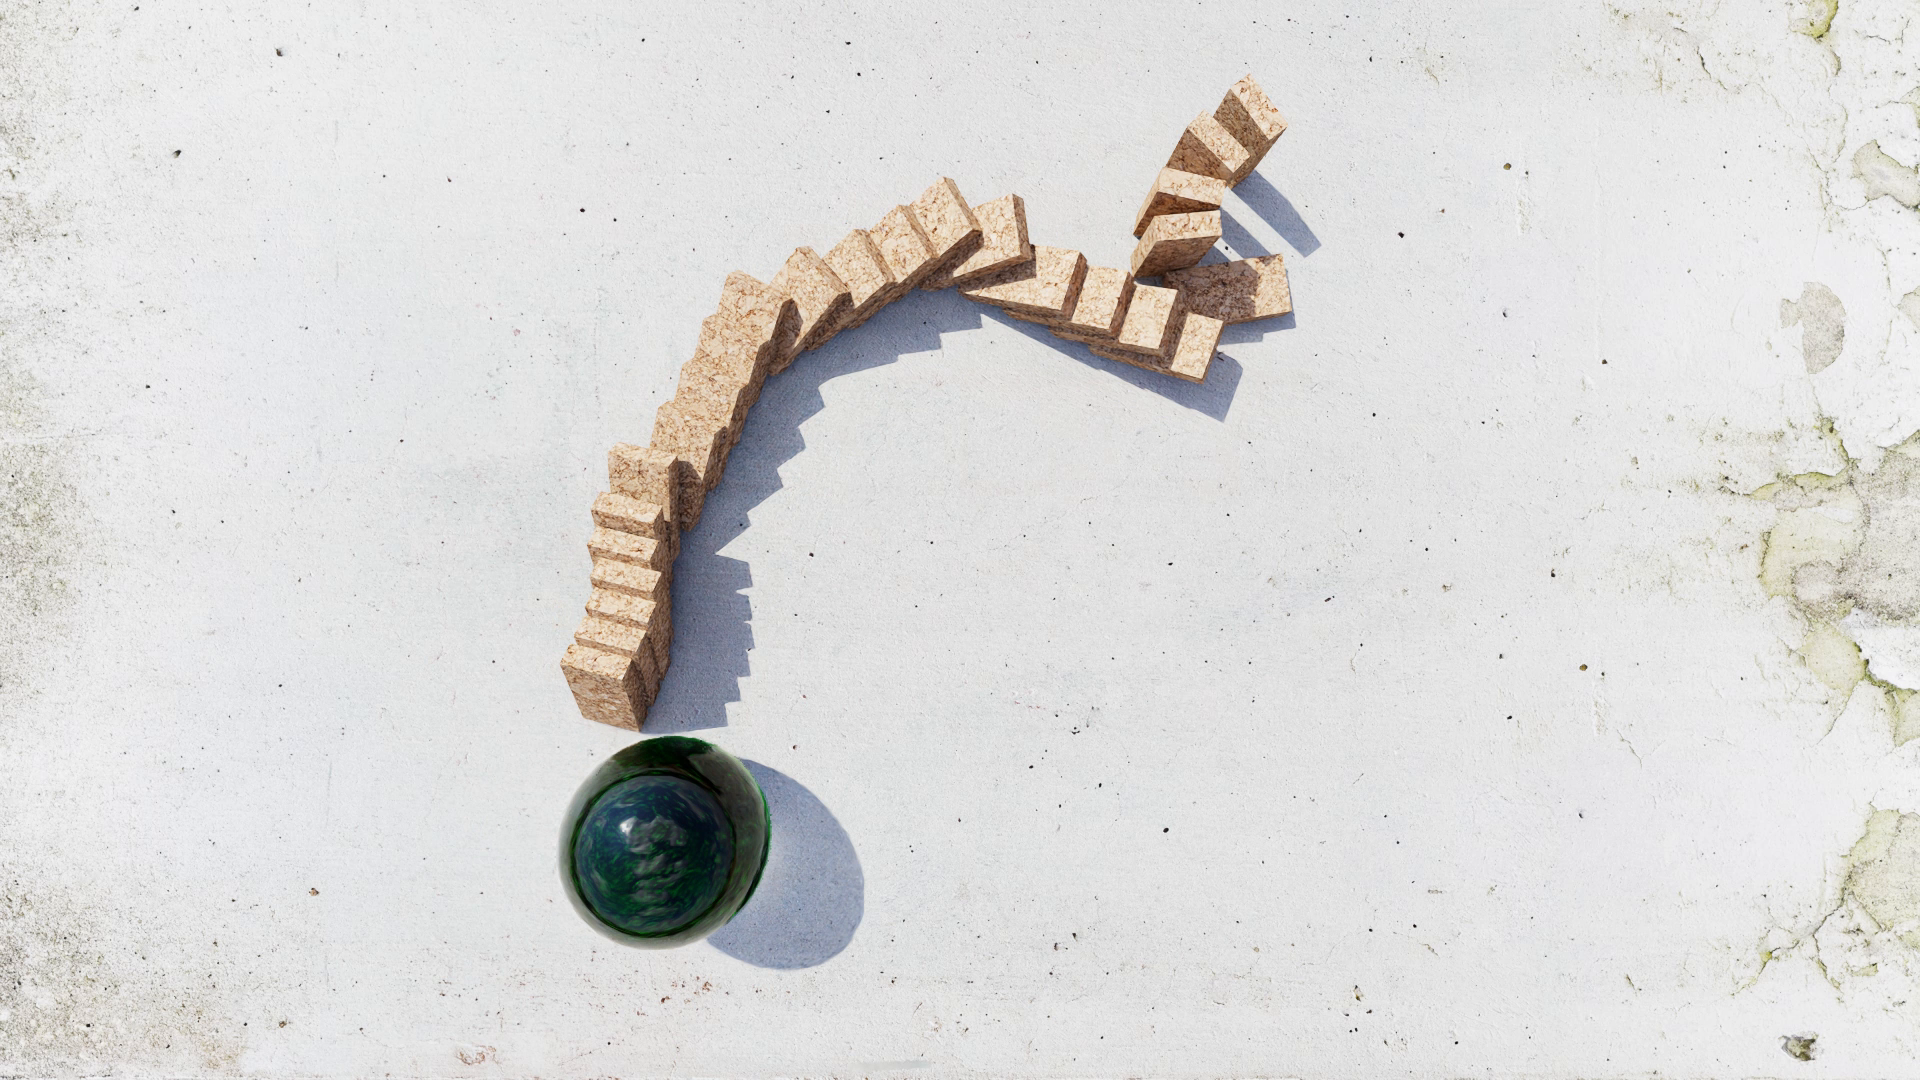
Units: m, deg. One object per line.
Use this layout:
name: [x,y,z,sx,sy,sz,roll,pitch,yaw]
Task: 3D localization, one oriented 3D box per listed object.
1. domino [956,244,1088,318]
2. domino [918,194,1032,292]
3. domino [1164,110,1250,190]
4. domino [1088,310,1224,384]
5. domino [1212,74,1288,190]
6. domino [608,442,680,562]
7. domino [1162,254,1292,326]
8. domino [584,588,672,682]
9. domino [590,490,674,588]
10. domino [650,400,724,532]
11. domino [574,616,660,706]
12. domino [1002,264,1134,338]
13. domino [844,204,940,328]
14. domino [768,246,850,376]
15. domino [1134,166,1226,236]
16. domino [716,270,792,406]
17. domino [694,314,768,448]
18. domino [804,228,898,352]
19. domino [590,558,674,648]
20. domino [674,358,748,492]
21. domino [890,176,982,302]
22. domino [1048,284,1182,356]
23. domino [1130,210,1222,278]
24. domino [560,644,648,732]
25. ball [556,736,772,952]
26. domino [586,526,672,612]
domino: [0.026,-0.110,0.384,0.050,0.010,0.025,18,90,28]
domino: [0.004,-0.123,0.382,0.050,0.010,0.025,-8,89,33]
domino: [0.099,-0.153,0.375,0.025,0.050,0.009,45,90,0]
domino: [0.083,-0.085,0.387,0.050,0.010,0.025,20,90,20]
domino: [0.114,-0.166,0.375,0.009,0.050,0.025,-37,90,0]
domino: [-0.131,-0.015,0.381,0.025,0.010,0.050,12,126,2]
domino: [0.115,-0.106,0.395,0.050,0.009,0.025,-9,90,0]
domino: [-0.136,0.040,0.377,0.025,0.050,0.010,14,53,0]
domino: [-0.134,0.003,0.378,0.025,0.050,0.009,14,51,0]
domino: [-0.118,-0.030,0.384,0.025,0.009,0.050,24,120,0]
domino: [-0.140,0.051,0.377,0.025,0.050,0.009,14,53,0]
domino: [0.045,-0.102,0.384,0.050,0.010,0.025,18,89,29]
domino: [-0.035,-0.113,0.383,0.050,0.009,0.025,-32,88,31]
domino: [-0.071,-0.095,0.383,0.025,0.009,0.050,49,121,0]
domino: [0.089,-0.135,0.375,0.025,0.050,0.010,13,90,0]
domino: [-0.091,-0.084,0.383,0.025,0.009,0.050,28,120,2]
domino: [-0.100,-0.066,0.383,0.025,0.009,0.050,26,120,1]
domino: [-0.052,-0.104,0.383,0.050,0.009,0.025,-32,90,31]
domino: [-0.134,0.028,0.377,0.025,0.050,0.010,14,53,0]
domino: [-0.108,-0.048,0.383,0.025,0.009,0.050,25,120,1]
domino: [-0.017,-0.125,0.382,0.050,0.010,0.025,-31,86,31]
domino: [0.064,-0.094,0.383,0.050,0.009,0.025,18,89,29]
domino: [0.087,-0.120,0.375,0.025,0.050,0.010,-5,90,0]
domino: [-0.145,0.062,0.377,0.025,0.050,0.010,14,53,0]
ball: [-0.115,0.118,0.360,0.080,0.080,0.080,0,90,0]
domino: [-0.135,0.016,0.377,0.025,0.050,0.009,14,53,0]
